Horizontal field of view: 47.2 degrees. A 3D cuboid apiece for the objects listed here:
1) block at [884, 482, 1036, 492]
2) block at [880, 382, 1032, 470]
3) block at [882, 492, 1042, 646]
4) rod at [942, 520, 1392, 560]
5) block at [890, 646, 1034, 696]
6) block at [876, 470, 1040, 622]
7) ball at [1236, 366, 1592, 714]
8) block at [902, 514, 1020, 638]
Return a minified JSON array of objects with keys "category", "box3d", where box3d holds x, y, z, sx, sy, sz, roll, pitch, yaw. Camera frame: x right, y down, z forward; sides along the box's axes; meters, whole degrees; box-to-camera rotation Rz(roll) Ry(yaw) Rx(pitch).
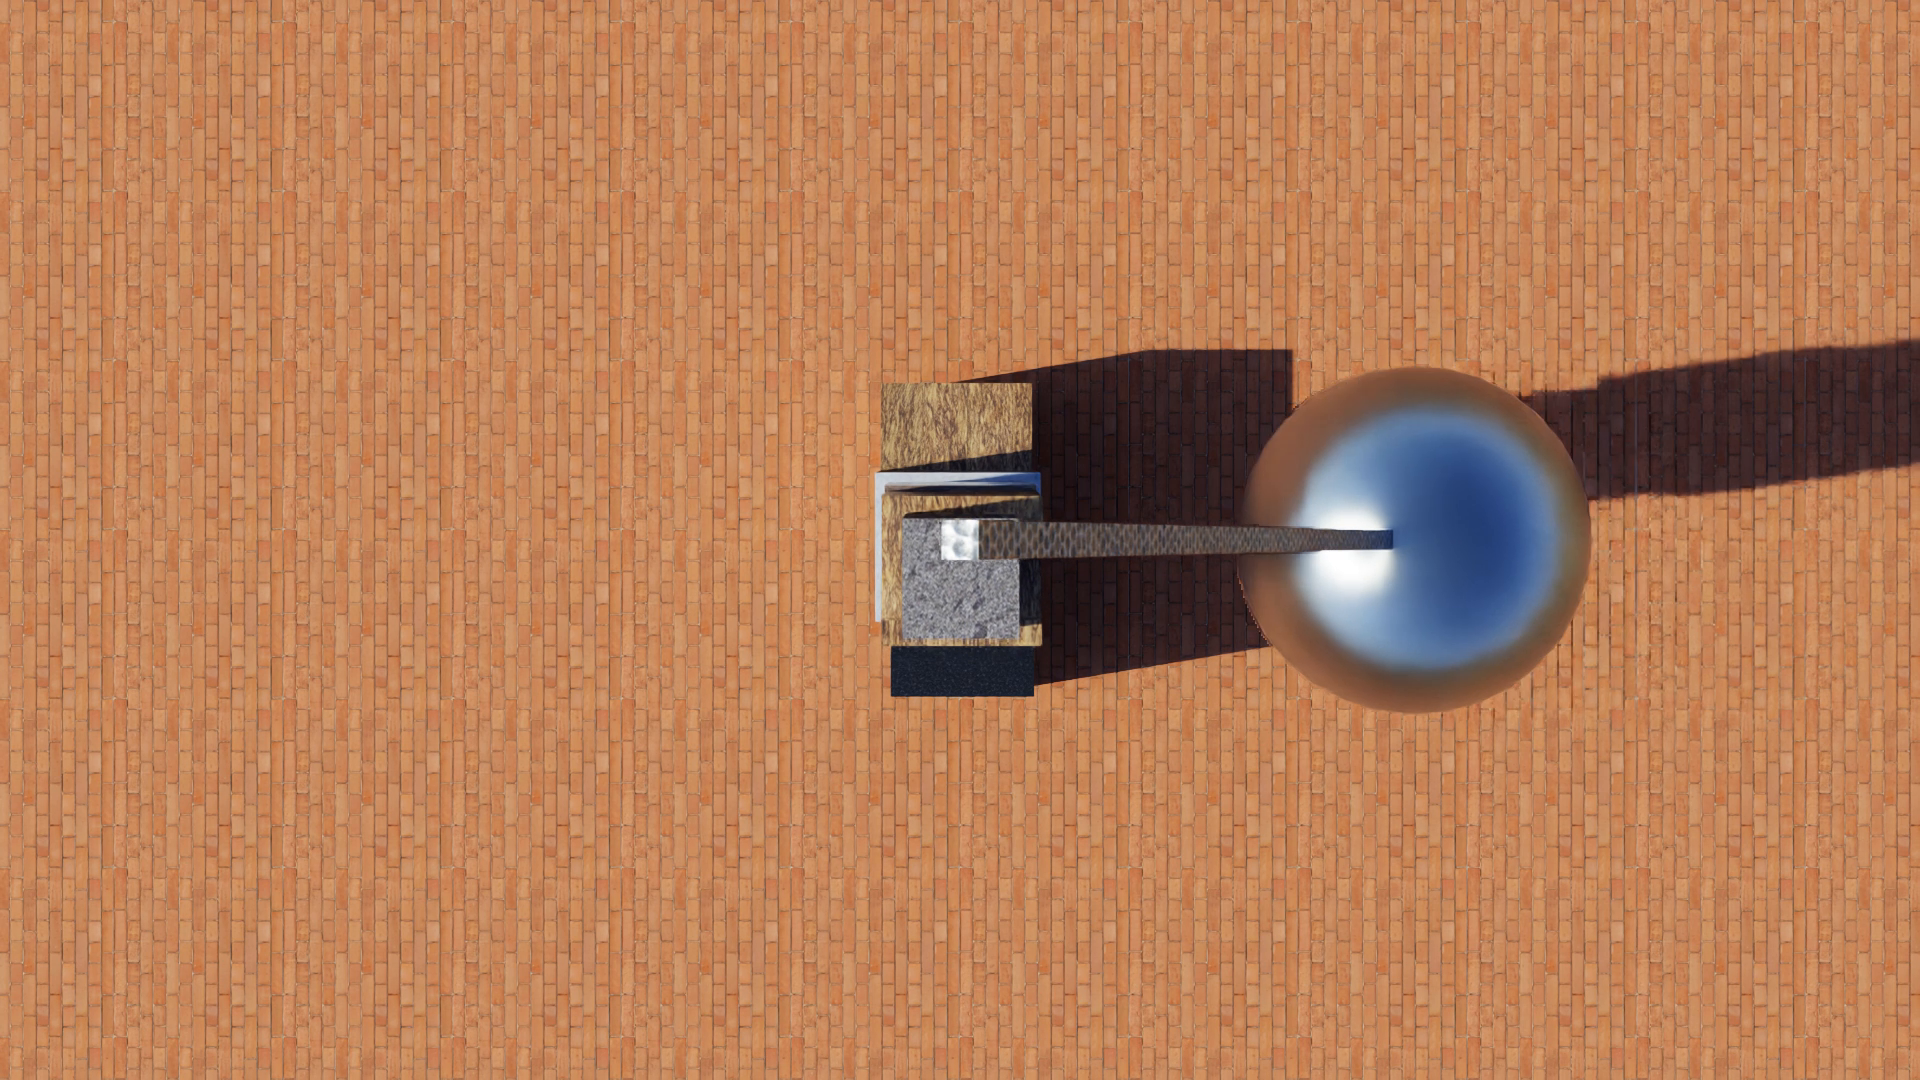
[{"category":"block","box3d":[0.001,0.079,10.435,0.695,0.713,0.691,0,93,0]},{"category":"block","box3d":[-0.019,-0.469,12.574,0.835,0.852,0.796,0,90,0]},{"category":"block","box3d":[0.008,0.113,9.708,0.681,0.743,0.638,0,93,0]},{"category":"rod","box3d":[0.899,0.000,6.909,0.080,5.200,0.080,0,90,20]},{"category":"block","box3d":[0.014,0.403,12.585,0.795,0.831,0.929,0,90,0]},{"category":"block","box3d":[-0.010,0.018,11.751,0.854,0.801,0.768,0,93,0]},{"category":"ball","box3d":[2.074,0.000,10.099,1.600,1.600,1.600,0,90,0]},{"category":"block","box3d":[0.004,0.143,9.063,0.467,0.549,0.481,0,93,0]}]
